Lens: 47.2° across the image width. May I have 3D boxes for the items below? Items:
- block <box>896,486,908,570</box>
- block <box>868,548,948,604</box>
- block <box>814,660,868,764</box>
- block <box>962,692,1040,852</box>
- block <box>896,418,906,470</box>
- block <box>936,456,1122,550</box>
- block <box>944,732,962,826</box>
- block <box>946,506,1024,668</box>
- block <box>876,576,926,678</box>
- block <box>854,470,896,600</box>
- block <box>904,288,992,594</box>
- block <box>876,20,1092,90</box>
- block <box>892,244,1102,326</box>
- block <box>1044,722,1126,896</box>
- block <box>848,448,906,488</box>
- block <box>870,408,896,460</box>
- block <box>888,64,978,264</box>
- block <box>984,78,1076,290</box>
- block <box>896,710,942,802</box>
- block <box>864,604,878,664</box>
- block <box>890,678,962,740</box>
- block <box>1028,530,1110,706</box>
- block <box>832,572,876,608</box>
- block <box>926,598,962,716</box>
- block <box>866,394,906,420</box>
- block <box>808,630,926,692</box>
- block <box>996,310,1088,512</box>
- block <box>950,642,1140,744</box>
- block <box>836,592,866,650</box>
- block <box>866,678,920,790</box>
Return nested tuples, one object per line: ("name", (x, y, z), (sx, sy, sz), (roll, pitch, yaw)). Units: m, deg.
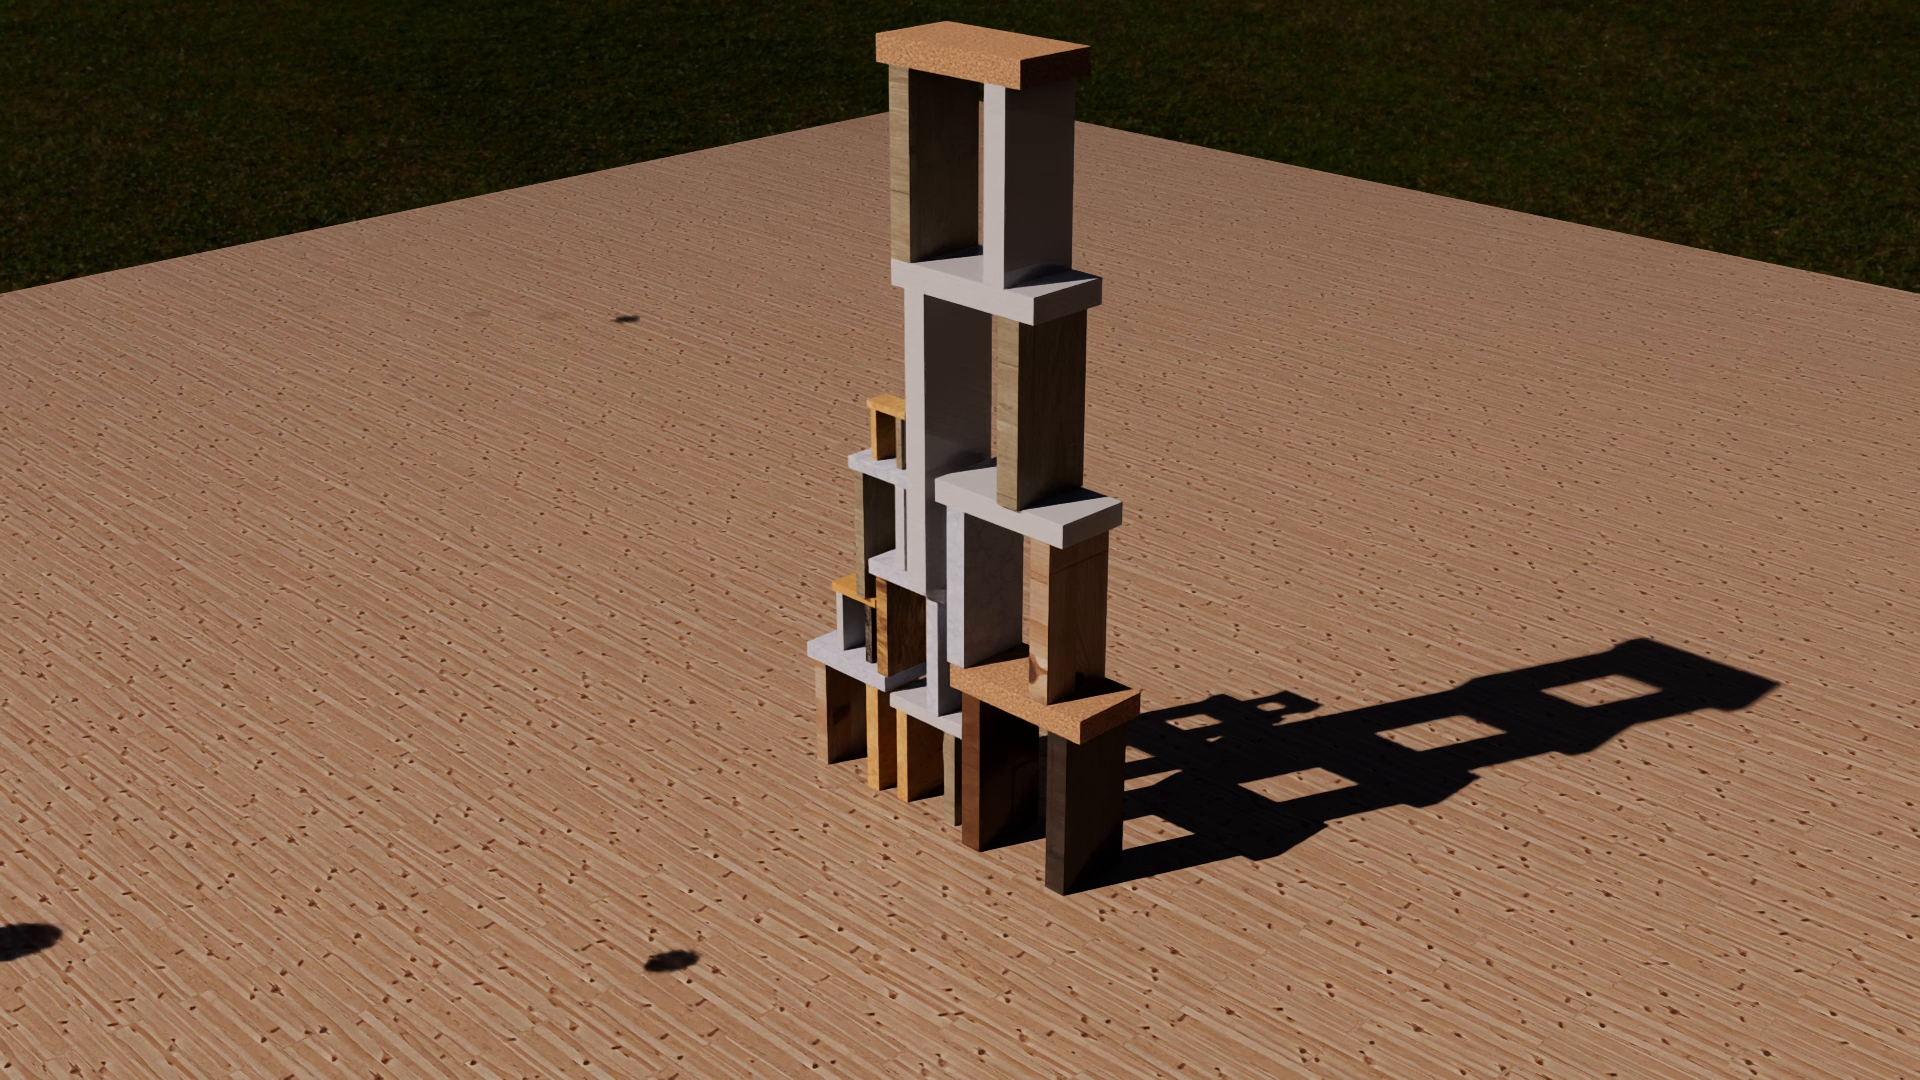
("block", (-0.086, -0.035, 4.305), (0.087, 0.175, 0.025), (-21, 31, -40))
("block", (-0.067, 0.066, 4.329), (0.214, 0.030, 0.107), (21, 31, 41))
("block", (-0.249, 0.345, 4.645), (0.033, 0.236, 0.118), (21, 31, 41))
("block", (0.080, 0.429, 4.320), (0.048, 0.337, 0.168), (21, 31, 41))
("block", (-0.099, -0.193, 4.255), (0.015, 0.105, 0.053), (20, 30, 41))
("block", (0.125, -0.071, 4.059), (0.323, 0.046, 0.162), (21, 31, 41))
("block", (0.015, 0.462, 4.410), (0.102, 0.204, 0.029), (-21, 31, -41))
("block", (0.049, 0.069, 4.201), (0.046, 0.323, 0.162), (21, 31, 41))
("block", (-0.118, 0.159, 4.423), (0.030, 0.214, 0.107), (21, 31, 41))
("block", (-0.169, -0.022, 4.399), (0.025, 0.272, 0.087), (21, 31, 41))
("block", (-0.021, -0.202, 4.161), (0.050, 0.595, 0.178), (21, 31, 41))
("block", (0.038, -0.845, 3.822), (0.351, 0.050, 0.176), (21, 31, 41))
("block", (0.063, -0.466, 3.957), (0.355, 0.050, 0.178), (21, 31, 41))
("block", (0.239, 0.490, 4.174), (0.048, 0.337, 0.168), (21, 31, 41))
("block", (-0.127, -0.143, 4.303), (0.087, 0.025, 0.175), (-21, 31, -41))
("block", (-0.149, -0.212, 4.301), (0.015, 0.105, 0.053), (20, 30, 41))
("block", (-0.046, -0.692, 3.976), (0.176, 0.351, 0.050), (-21, 31, -41))
("block", (0.120, -0.628, 3.824), (0.050, 0.351, 0.175), (21, 31, 40))
("block", (-0.082, 0.425, 4.498), (0.029, 0.204, 0.102), (21, 31, 40))
("block", (-0.163, 0.181, 4.479), (0.064, 0.129, 0.018), (-21, 31, -40))
("block", (-0.033, 0.336, 4.409), (0.204, 0.029, 0.102), (21, 31, 40))
("block", (0.201, 0.128, 4.061), (0.046, 0.323, 0.162), (21, 31, 41))
("block", (-0.193, 0.102, 4.478), (0.129, 0.018, 0.064), (21, 31, 40))
("block", (-0.017, 0.215, 4.337), (0.030, 0.250, 0.107), (21, 31, 40))
("block", (-0.125, -0.258, 4.255), (0.105, 0.015, 0.053), (21, 31, 40))
("block", (-0.193, 0.243, 4.541), (0.236, 0.033, 0.118), (21, 31, 41))
("block", (0.147, -0.247, 3.960), (0.050, 0.356, 0.178), (21, 31, 41))
("block", (0.159, 0.283, 4.172), (0.337, 0.048, 0.168), (21, 31, 41))
("block", (-0.224, 0.158, 4.535), (0.018, 0.129, 0.064), (21, 31, 41))
("block", (-0.137, 0.389, 4.543), (0.033, 0.236, 0.118), (21, 31, 41))
